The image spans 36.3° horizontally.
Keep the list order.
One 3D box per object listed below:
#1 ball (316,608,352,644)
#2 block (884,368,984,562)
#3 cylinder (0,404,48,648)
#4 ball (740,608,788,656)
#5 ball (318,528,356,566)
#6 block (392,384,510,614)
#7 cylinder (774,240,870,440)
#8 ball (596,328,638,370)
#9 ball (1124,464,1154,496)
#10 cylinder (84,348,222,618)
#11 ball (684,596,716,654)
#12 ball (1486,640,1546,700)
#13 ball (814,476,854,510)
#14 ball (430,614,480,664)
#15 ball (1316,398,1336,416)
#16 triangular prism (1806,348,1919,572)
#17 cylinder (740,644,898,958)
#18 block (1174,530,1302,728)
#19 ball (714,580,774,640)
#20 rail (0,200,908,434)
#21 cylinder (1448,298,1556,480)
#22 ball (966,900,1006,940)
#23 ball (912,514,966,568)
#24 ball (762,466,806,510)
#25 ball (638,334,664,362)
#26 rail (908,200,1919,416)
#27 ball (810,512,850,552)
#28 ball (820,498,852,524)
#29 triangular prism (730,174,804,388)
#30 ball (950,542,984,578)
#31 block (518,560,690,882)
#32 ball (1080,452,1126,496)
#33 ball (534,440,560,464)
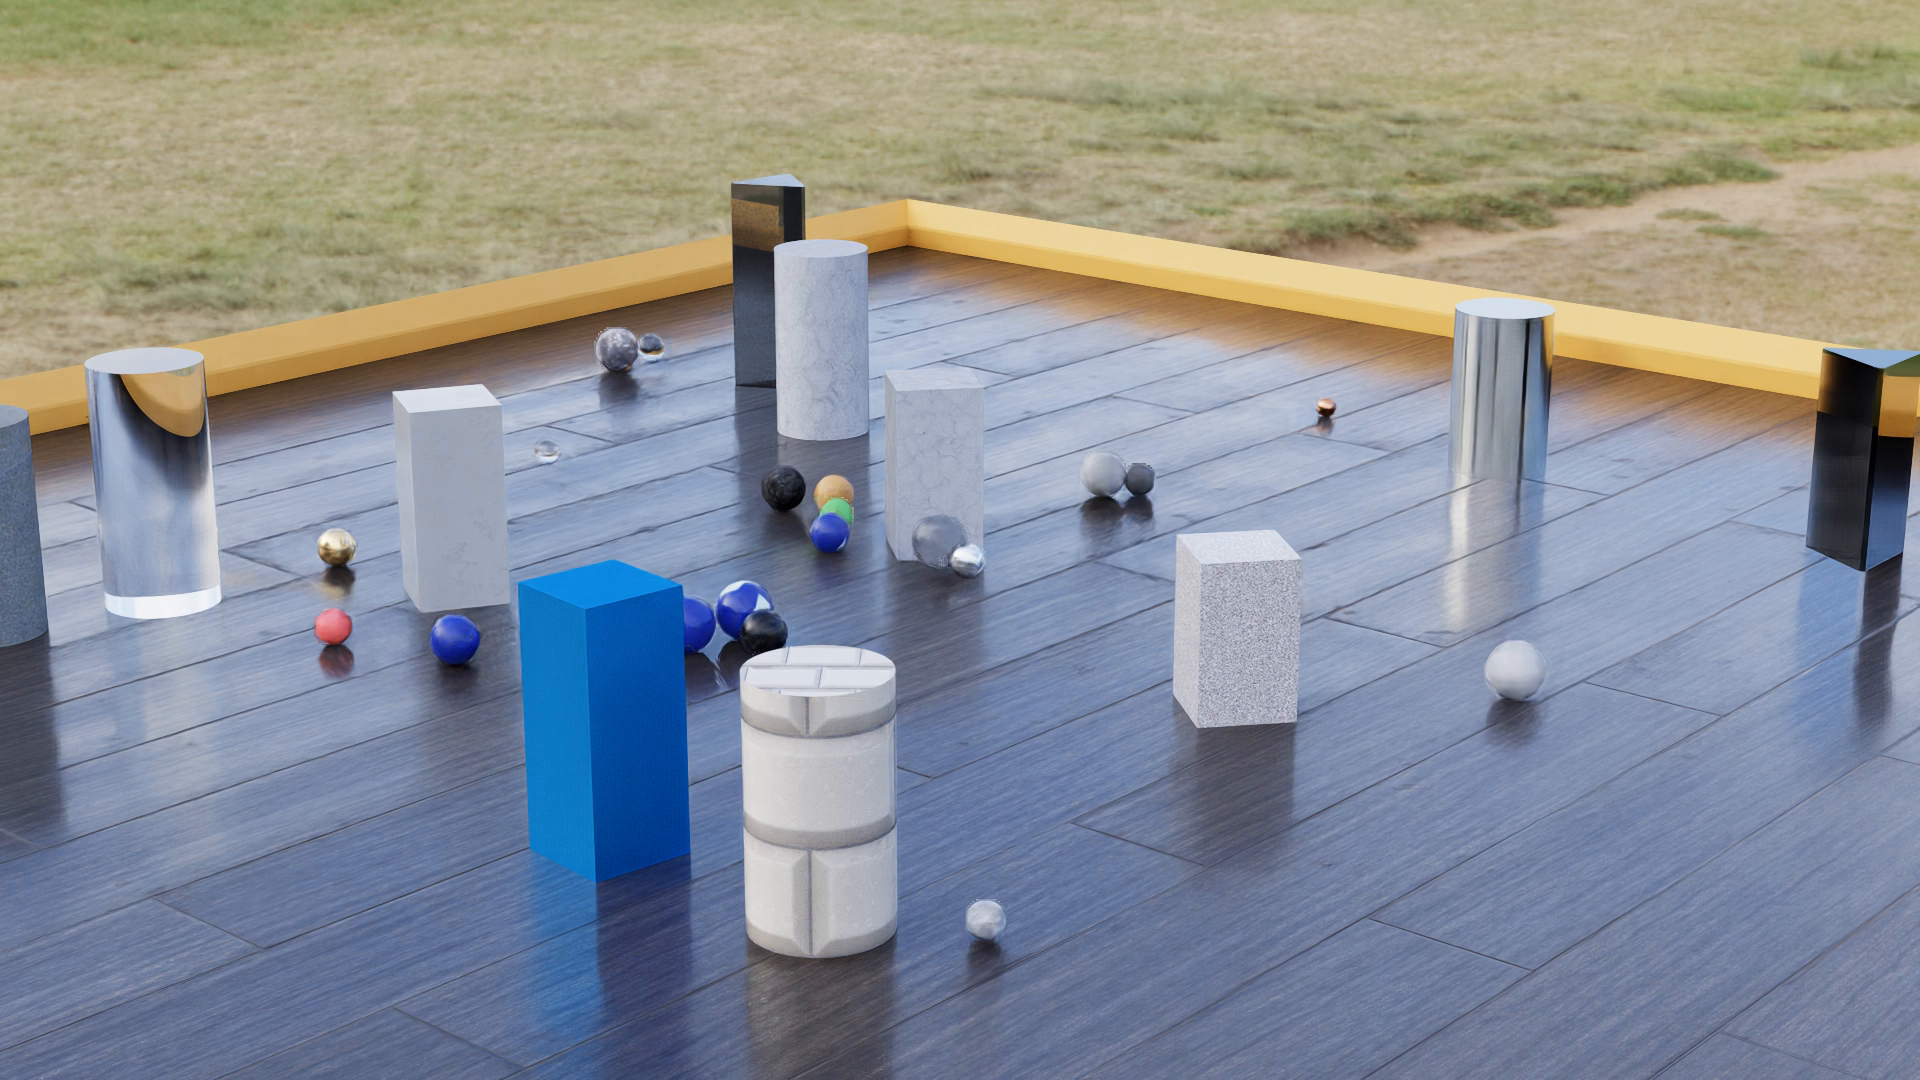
[{"bbox_3d":[-1.041,0.144,4.870,0.059,0.059,0.059,0,17,0],"label":"ball"},{"bbox_3d":[-0.048,-0.140,5.365,0.157,0.318,0.157,-3,17,-9],"label":"block"},{"bbox_3d":[-1.639,-0.024,4.889,0.197,0.370,0.197,0,17,0],"label":"cylinder"},{"bbox_3d":[-0.322,0.152,4.809,0.079,0.079,0.079,0,17,0],"label":"ball"},{"bbox_3d":[-1.125,0.013,5.291,0.069,0.069,0.069,0,17,0],"label":"ball"},{"bbox_3d":[-0.881,-0.073,5.080,0.157,0.355,0.157,-6,18,-20],"label":"block"},{"bbox_3d":[-0.291,-0.423,6.182,0.197,0.389,0.197,0,17,0],"label":"cylinder"},{"bbox_3d":[-0.787,-0.438,6.734,0.098,0.098,0.098,0,17,0],"label":"ball"},{"bbox_3d":[0.351,-0.117,5.735,0.060,0.060,0.060,0,17,0],"label":"ball"},{"bbox_3d":[-1.385,-0.100,5.039,0.197,0.429,0.197,0,17,0],"label":"cylinder"},{"bbox_3d":[-0.449,0.139,4.826,0.094,0.094,0.094,0,17,0],"label":"ball"},{"bbox_3d":[0.874,0.204,4.609,0.094,0.094,0.094,0,17,0],"label":"ball"},{"bbox_3d":[-0.241,-0.085,5.603,0.076,0.076,0.076,0,17,0],"label":"ball"},{"bbox_3d":[-0.823,0.162,4.773,0.082,0.082,0.082,0,17,0],"label":"ball"},{"bbox_3d":[0.790,-0.286,6.329,0.042,0.042,0.042,0,17,0],"label":"ball"},{"bbox_3d":[1.619,-0.155,5.316,0.148,0.374,0.170,14,22,38],"label":"triangular prism"},{"bbox_3d":[-0.179,0.332,3.744,0.197,0.350,0.197,0,17,0],"label":"cylinder"},{"bbox_3d":[0.428,0.136,4.544,0.157,0.263,0.157,-3,17,-9],"label":"block"},{"bbox_3d":[-0.360,0.117,4.892,0.098,0.098,0.098,0,17,0],"label":"ball"},{"bbox_3d":[-1.641,-0.379,6.484,0.045,0.128,4.610,14,22,39],"label":"rail"},{"bbox_3d":[1.087,-0.305,5.895,0.197,0.328,0.197,0,17,0],"label":"cylinder"},{"bbox_3d":[0.033,0.486,3.749,0.052,0.052,0.052,0,17,0],"label":"ball"},{"bbox_3d":[-0.039,0.002,5.275,0.097,0.097,0.097,0,17,0],"label":"ball"},{"bbox_3d":[-0.339,-0.099,5.632,0.086,0.086,0.086,0,17,0],"label":"ball"},{"bbox_3d":[-0.720,-0.447,6.826,0.063,0.063,0.063,0,17,0],"label":"ball"},{"bbox_3d":[1.496,-0.465,6.769,4.393,0.128,0.045,14,22,39],"label":"rail"},{"bbox_3d":[-0.239,-0.014,5.372,0.073,0.073,0.073,0,17,0],"label":"ball"},{"bbox_3d":[-0.232,-0.048,5.506,0.060,0.060,0.060,0,17,0],"label":"ball"},{"bbox_3d":[-0.405,-0.582,6.586,0.170,0.460,0.148,5,17,15],"label":"triangular prism"},{"bbox_3d":[0.013,0.036,5.225,0.061,0.061,0.061,0,17,0],"label":"ball"},{"bbox_3d":[-0.481,0.243,3.978,0.157,0.385,0.157,-14,22,-40],"label":"block"},{"bbox_3d":[0.279,-0.128,5.723,0.088,0.088,0.088,0,17,0],"label":"ball"},{"bbox_3d":[-0.841,-0.181,5.964,0.049,0.049,0.049,0,17,0],"label":"ball"}]
